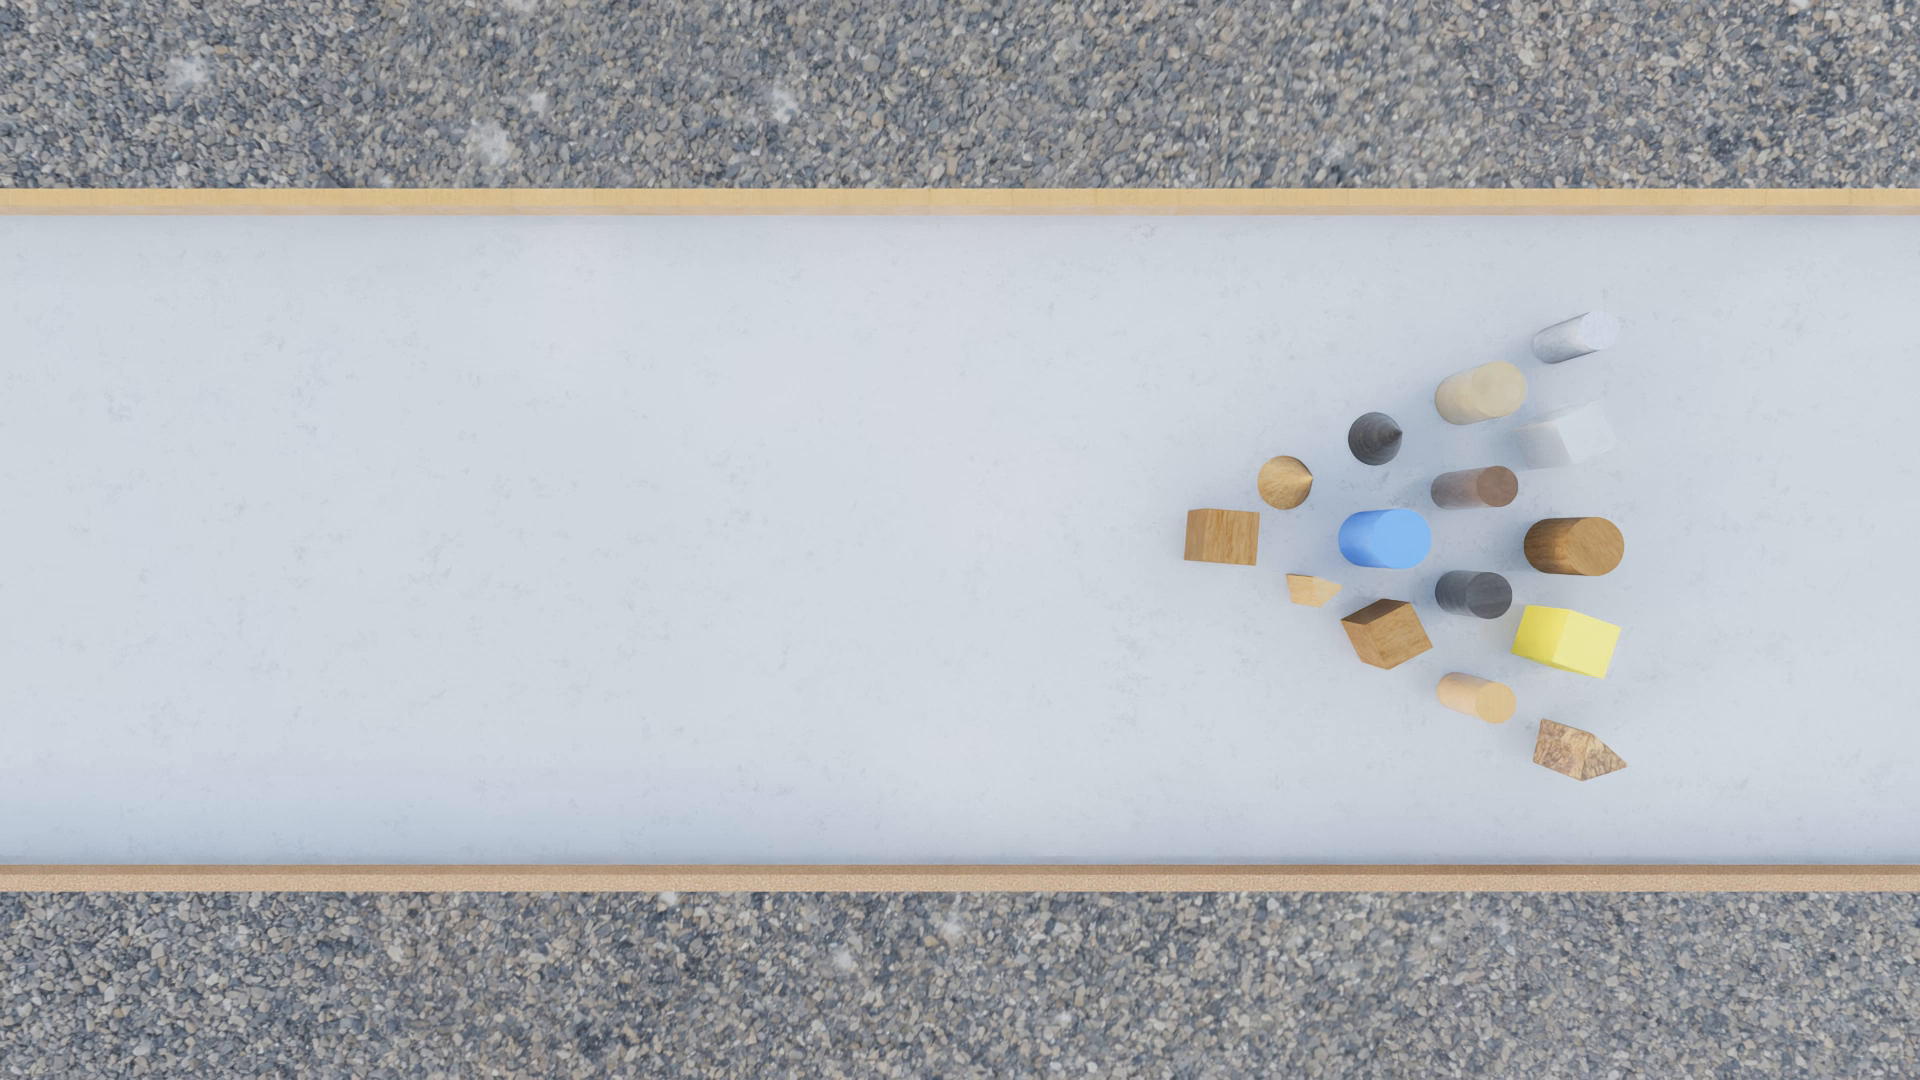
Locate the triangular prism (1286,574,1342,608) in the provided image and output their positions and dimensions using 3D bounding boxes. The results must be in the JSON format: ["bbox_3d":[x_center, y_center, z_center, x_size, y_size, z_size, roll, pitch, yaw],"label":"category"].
[{"bbox_3d":[1.032,0.134,4.890,0.091,0.373,0.079,-42,90,0],"label":"triangular prism"}]

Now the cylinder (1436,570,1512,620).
[{"bbox_3d":[1.530,0.161,4.924,0.137,0.306,0.137,0,90,0],"label":"cylinder"}]

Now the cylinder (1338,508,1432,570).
[{"bbox_3d":[1.249,-0.003,4.872,0.172,0.409,0.172,0,90,0],"label":"cylinder"}]

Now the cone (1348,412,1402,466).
[{"bbox_3d":[1.277,-0.311,4.916,0.165,0.321,0.165,0,90,0],"label":"cone"}]

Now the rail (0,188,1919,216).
[{"bbox_3d":[-2.247,-1.025,5.002,12.000,0.150,0.050,0,90,0],"label":"rail"}]

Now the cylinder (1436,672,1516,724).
[{"bbox_3d":[1.526,0.465,4.888,0.118,0.376,0.118,0,90,0],"label":"cylinder"}]

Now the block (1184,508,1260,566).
[{"bbox_3d":[0.771,-0.008,4.883,0.153,0.387,0.153,5,90,0],"label":"block"}]

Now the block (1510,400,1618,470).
[{"bbox_3d":[1.784,-0.306,4.890,0.139,0.374,0.139,-25,90,0],"label":"block"}]

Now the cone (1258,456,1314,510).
[{"bbox_3d":[0.999,-0.177,4.868,0.167,0.417,0.167,0,90,0],"label":"cone"}]

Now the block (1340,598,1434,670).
[{"bbox_3d":[1.268,0.278,4.920,0.146,0.314,0.146,-27,90,0],"label":"block"}]

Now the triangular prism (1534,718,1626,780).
[{"bbox_3d":[1.812,0.606,4.881,0.139,0.390,0.120,-18,90,0],"label":"triangular prism"}]

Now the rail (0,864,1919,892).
[{"bbox_3d":[-2.247,1.025,5.001,12.000,0.150,0.050,0,90,0],"label":"rail"}]

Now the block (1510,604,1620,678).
[{"bbox_3d":[1.793,0.299,4.898,0.156,0.357,0.156,19,90,0],"label":"block"}]

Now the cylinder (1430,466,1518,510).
[{"bbox_3d":[1.507,-0.150,4.849,0.117,0.454,0.117,0,90,0],"label":"cylinder"}]

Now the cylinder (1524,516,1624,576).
[{"bbox_3d":[1.820,0.019,4.903,0.171,0.347,0.171,0,90,0],"label":"cylinder"}]

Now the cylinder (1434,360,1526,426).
[{"bbox_3d":[1.542,-0.433,4.900,0.161,0.353,0.161,0,90,0],"label":"cylinder"}]

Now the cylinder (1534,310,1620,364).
[{"bbox_3d":[1.821,-0.599,4.887,0.114,0.380,0.114,0,90,0],"label":"cylinder"}]
